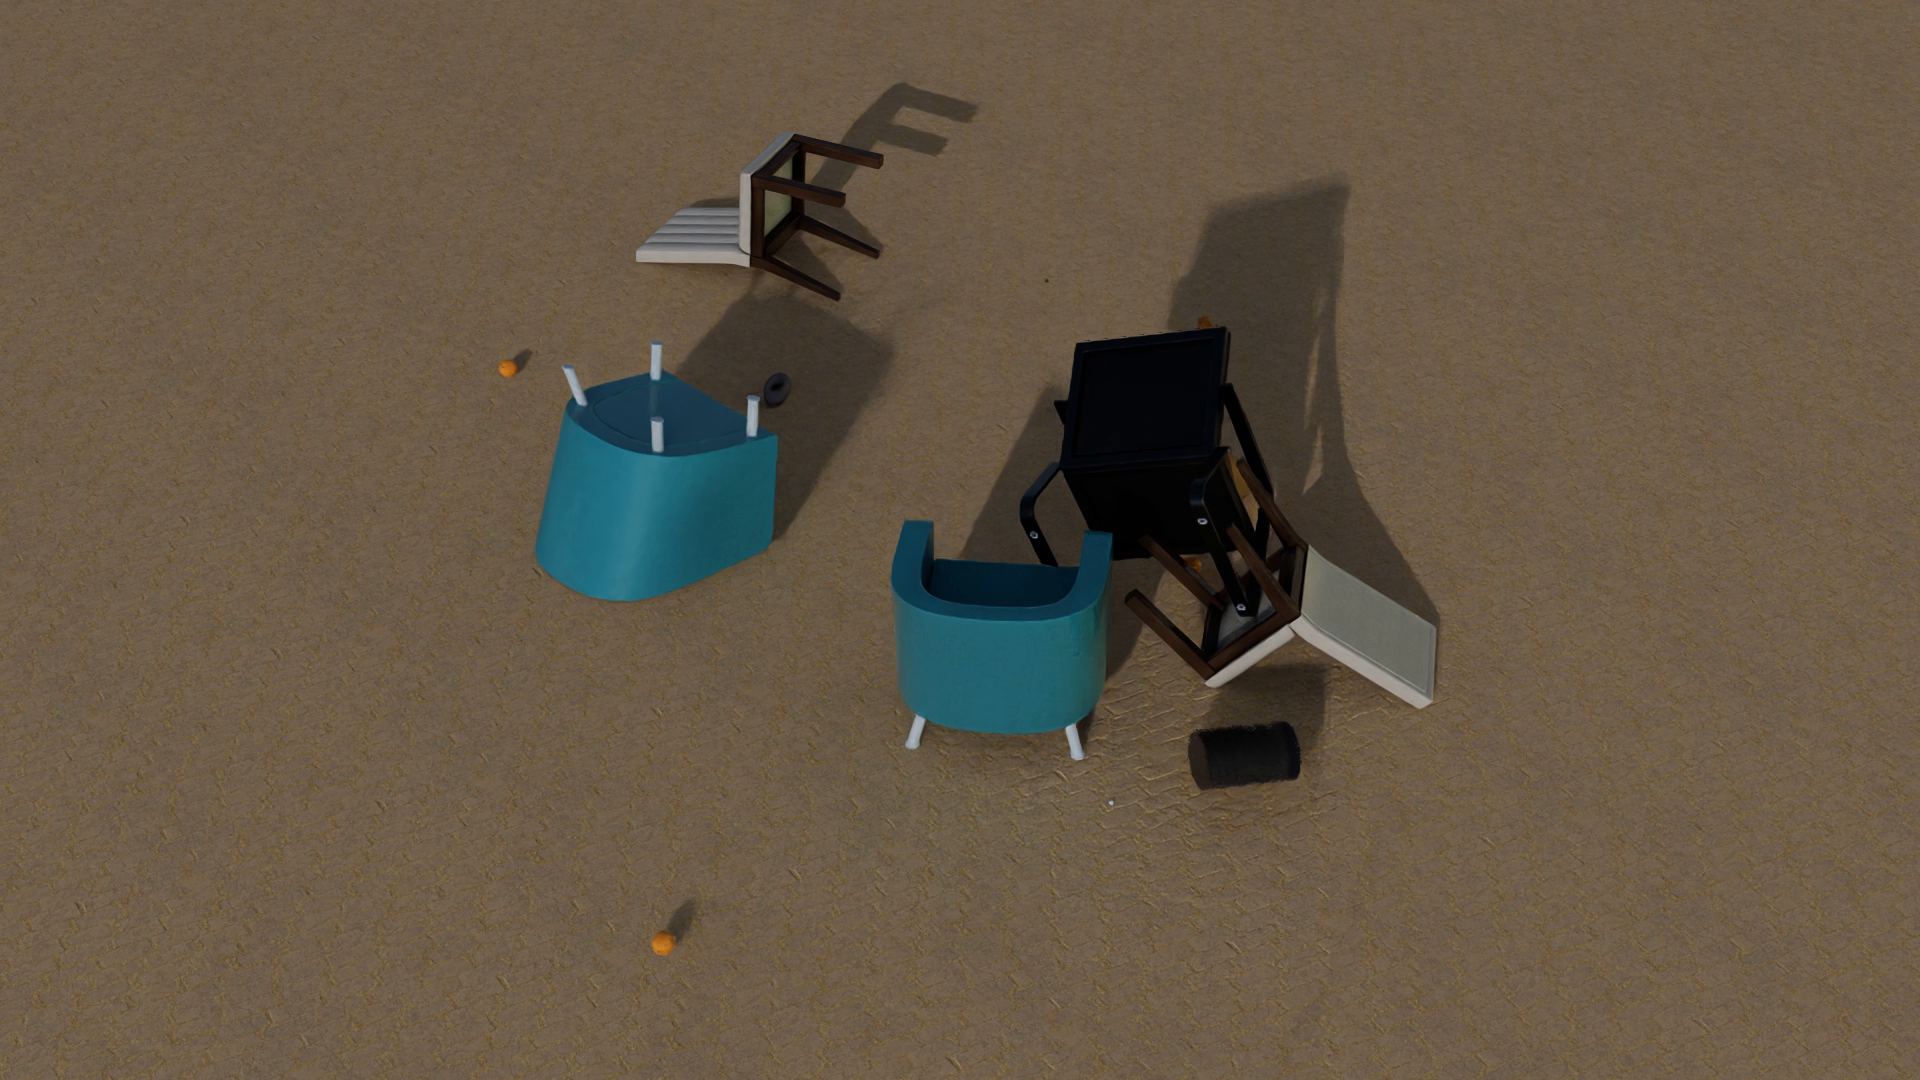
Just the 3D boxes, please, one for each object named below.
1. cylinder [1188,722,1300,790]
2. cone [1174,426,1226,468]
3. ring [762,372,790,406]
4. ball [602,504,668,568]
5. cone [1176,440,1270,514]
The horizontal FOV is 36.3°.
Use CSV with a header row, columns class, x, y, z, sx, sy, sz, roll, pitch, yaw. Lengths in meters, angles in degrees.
class,x,y,z,sx,sy,sz,roll,pitch,yaw
cylinder,0.936,0.713,9.663,0.308,0.191,0.289,-5,3,-8
cone,0.957,-0.356,11.295,0.239,0.209,0.280,-16,36,-22
ring,-0.739,-0.609,11.823,0.105,0.051,0.220,6,35,7
ball,-1.191,-0.014,10.751,0.236,0.236,0.236,0,33,0
cone,1.060,-0.234,11.182,0.348,0.276,0.320,3,23,-38
